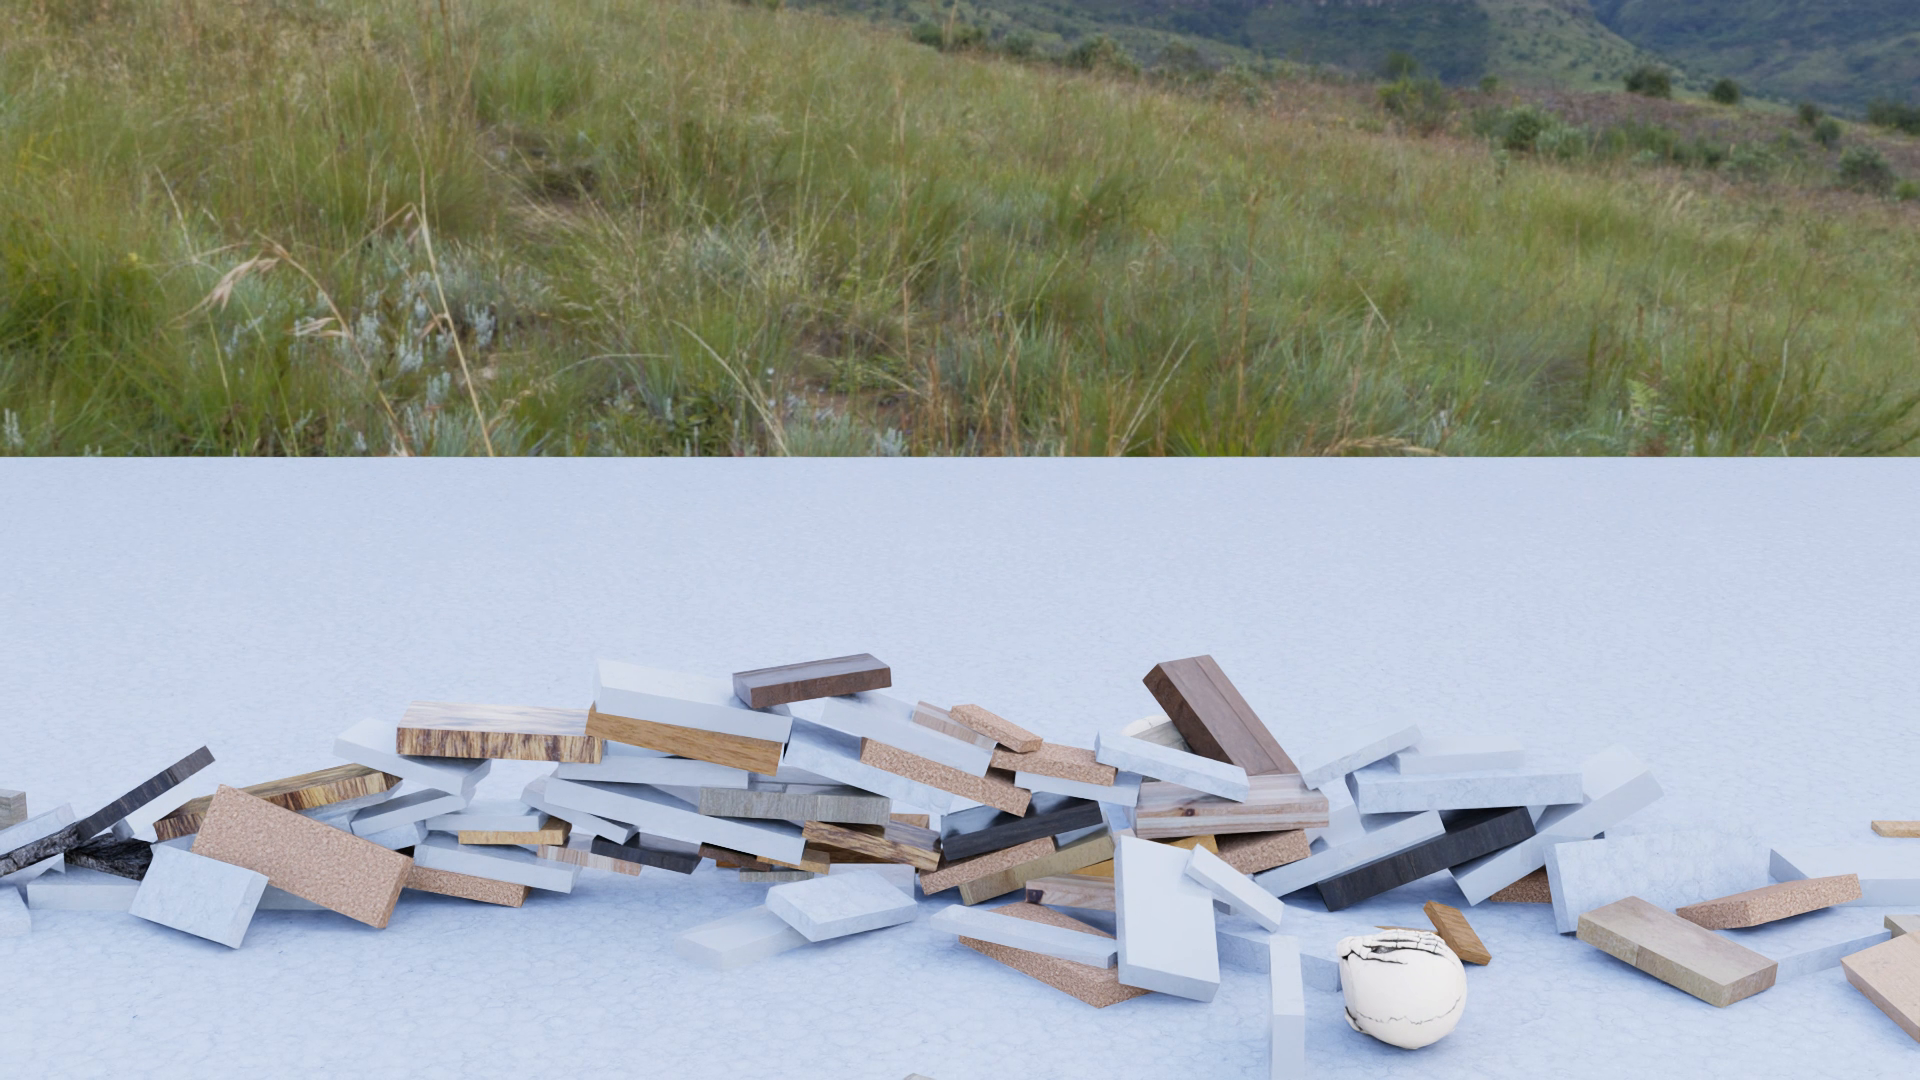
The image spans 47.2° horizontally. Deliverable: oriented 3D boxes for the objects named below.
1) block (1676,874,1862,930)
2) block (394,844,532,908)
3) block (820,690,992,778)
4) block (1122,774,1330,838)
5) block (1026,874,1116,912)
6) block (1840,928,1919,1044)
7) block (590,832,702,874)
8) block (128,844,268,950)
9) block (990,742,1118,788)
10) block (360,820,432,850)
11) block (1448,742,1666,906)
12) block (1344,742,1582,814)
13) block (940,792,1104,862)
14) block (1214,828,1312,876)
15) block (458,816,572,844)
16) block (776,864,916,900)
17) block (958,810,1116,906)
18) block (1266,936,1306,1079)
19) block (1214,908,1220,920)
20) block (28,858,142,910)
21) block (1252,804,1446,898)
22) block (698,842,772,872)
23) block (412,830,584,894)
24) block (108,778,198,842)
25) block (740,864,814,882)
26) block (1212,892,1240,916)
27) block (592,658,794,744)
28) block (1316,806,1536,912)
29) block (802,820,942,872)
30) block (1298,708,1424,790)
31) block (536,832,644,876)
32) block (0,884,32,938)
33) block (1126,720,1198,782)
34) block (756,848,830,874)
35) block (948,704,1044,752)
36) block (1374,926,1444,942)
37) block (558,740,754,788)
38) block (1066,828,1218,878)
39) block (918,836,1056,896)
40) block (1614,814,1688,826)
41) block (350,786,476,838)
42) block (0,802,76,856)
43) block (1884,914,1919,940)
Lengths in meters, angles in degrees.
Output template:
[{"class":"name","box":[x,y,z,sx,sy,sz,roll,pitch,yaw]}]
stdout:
[{"class":"block","box":[1.282,0.575,3.483,0.275,0.039,0.138,-5,-11,-33]},{"class":"block","box":[-0.844,0.549,3.658,0.261,0.037,0.131,11,10,-2]},{"class":"block","box":[-0.087,0.309,3.636,0.283,0.040,0.141,20,10,-3]},{"class":"block","box":[0.437,0.440,3.645,0.316,0.045,0.158,-3,11,-4]},{"class":"block","box":[0.231,0.560,3.485,0.229,0.033,0.115,0,-1,37]},{"class":"block","box":[1.387,0.643,3.159,0.131,0.037,0.262,-21,11,2]},{"class":"block","box":[-0.520,0.515,3.663,0.171,0.024,0.085,12,10,4]},{"class":"block","box":[-1.209,0.564,3.489,0.237,0.118,0.034,7,-21,34]},{"class":"block","box":[0.158,0.363,3.623,0.201,0.028,0.100,9,10,8]},{"class":"block","box":[-1.007,0.498,3.653,0.261,0.037,0.131,-15,10,4]},{"class":"block","box":[0.972,0.468,3.644,0.357,0.051,0.179,-31,7,5]},{"class":"block","box":[0.827,0.393,3.636,0.357,0.051,0.179,-3,10,3]},{"class":"block","box":[0.100,0.463,3.645,0.264,0.037,0.132,-14,10,2]},{"class":"block","box":[0.414,0.524,3.659,0.316,0.045,0.158,-17,10,3]},{"class":"block","box":[-0.740,0.482,3.664,0.171,0.024,0.086,0,10,1]},{"class":"block","box":[-0.189,0.574,3.668,0.227,0.032,0.113,0,11,0]},{"class":"block","box":[0.128,0.529,3.662,0.264,0.037,0.132,-19,10,3]},{"class":"block","box":[0.437,0.650,2.959,0.040,0.141,0.283,1,11,7]},{"class":"block","box":[0.336,0.599,3.383,0.121,0.017,0.060,-39,37,-20]},{"class":"block","box":[-1.376,0.571,3.661,0.291,0.041,0.145,0,11,1]},{"class":"block","box":[0.633,0.499,3.657,0.316,0.045,0.158,-22,10,3]},{"class":"block","box":[-0.370,0.521,3.653,0.121,0.017,0.060,13,10,-2]},{"class":"block","box":[-0.764,0.526,3.661,0.261,0.037,0.131,11,10,-1]},{"class":"block","box":[-1.339,0.449,3.645,0.113,0.032,0.226,-35,6,-28]},{"class":"block","box":[-0.304,0.550,3.659,0.121,0.017,0.060,-1,10,-1]},{"class":"block","box":[0.408,0.565,3.497,0.062,0.017,0.123,-8,13,-37]},{"class":"block","box":[-0.441,0.264,3.610,0.313,0.044,0.157,11,11,-15]},{"class":"block","box":[0.757,0.502,3.651,0.357,0.051,0.179,-22,10,4]},{"class":"block","box":[-0.145,0.489,3.652,0.227,0.032,0.113,15,10,-2]},{"class":"block","box":[0.666,0.347,3.662,0.205,0.029,0.103,-26,8,10]},{"class":"block","box":[-0.612,0.521,3.673,0.171,0.024,0.085,11,10,0]},{"class":"block","box":[-1.559,0.600,3.541,0.094,0.027,0.187,-6,12,-29]},{"class":"block","box":[0.437,0.411,4.044,0.050,0.176,0.352,-43,-17,32]},{"class":"block","box":[-0.277,0.526,3.650,0.121,0.017,0.060,12,10,-8]},{"class":"block","box":[0.059,0.309,3.623,0.143,0.020,0.072,25,11,28]},{"class":"block","box":[0.703,0.613,3.422,0.053,0.015,0.105,9,-9,-41]},{"class":"block","box":[-0.498,0.362,3.662,0.310,0.044,0.155,3,10,1]},{"class":"block","box":[0.291,0.517,3.662,0.264,0.037,0.132,-16,10,3]},{"class":"block","box":[0.046,0.522,3.655,0.227,0.032,0.113,-19,10,4]},{"class":"block","box":[1.222,0.526,3.912,0.257,0.036,0.128,5,12,24]},{"class":"block","box":[-0.898,0.440,3.620,0.188,0.027,0.094,-16,10,0]},{"class":"block","box":[-1.608,0.507,3.692,0.219,0.031,0.109,-23,6,-8]},{"class":"block","box":[1.533,0.639,3.278,0.167,0.047,0.333,0,11,-2]}]
